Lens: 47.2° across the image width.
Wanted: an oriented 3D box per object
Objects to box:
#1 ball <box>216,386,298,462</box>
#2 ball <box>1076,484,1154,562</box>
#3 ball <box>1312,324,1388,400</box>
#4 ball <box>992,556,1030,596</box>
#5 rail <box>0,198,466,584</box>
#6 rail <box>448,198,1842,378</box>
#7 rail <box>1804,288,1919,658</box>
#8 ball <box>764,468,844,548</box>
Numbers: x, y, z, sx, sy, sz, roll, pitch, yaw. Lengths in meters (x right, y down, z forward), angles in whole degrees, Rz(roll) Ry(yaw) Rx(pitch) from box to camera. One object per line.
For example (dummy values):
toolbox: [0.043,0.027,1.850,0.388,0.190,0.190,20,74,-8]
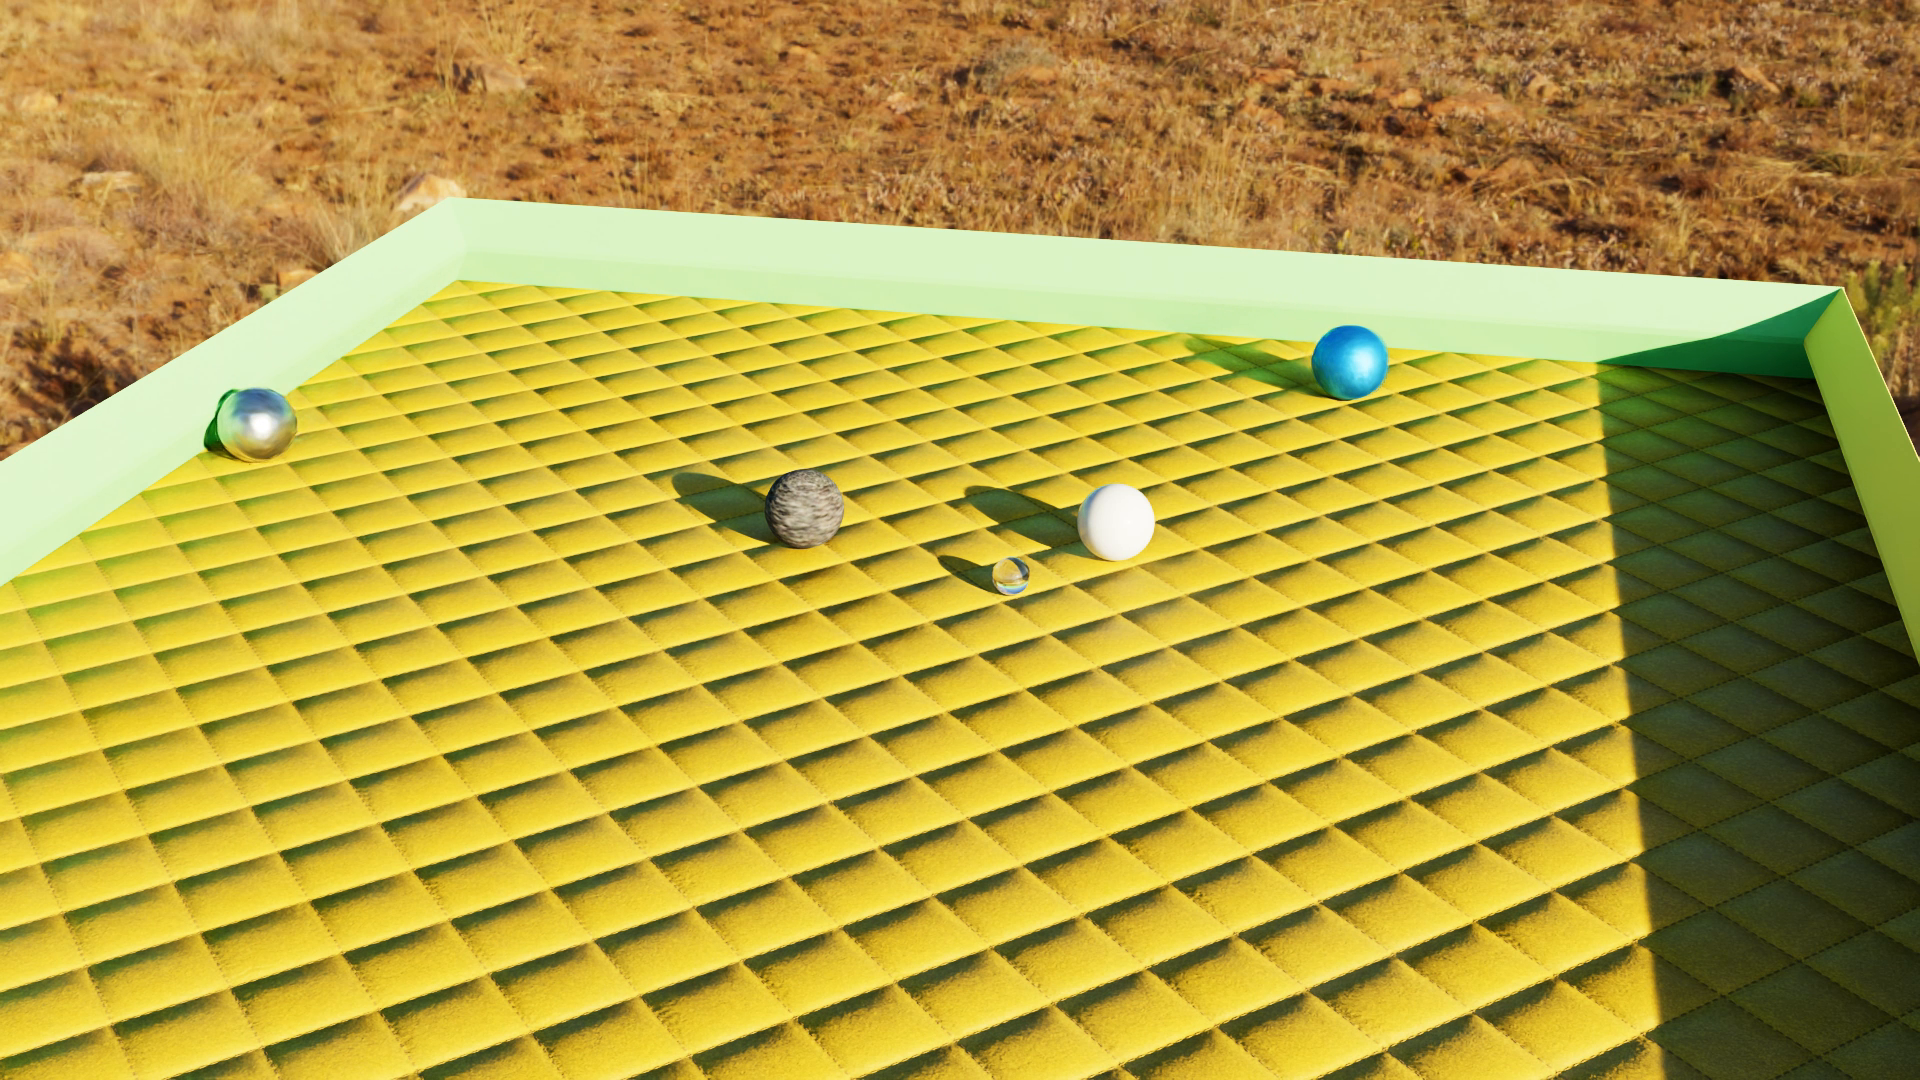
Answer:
ball: [-0.858,-0.141,2.686,0.094,0.094,0.094,0,24,0]
ball: [0.172,-0.020,2.422,0.086,0.086,0.086,0,24,0]
ball: [0.512,-0.233,2.888,0.099,0.099,0.099,0,24,0]
ball: [0.055,0.038,2.346,0.041,0.041,0.041,0,24,0]
rail: [-1.151,0.232,1.801,0.045,0.128,3.498,5,25,12]
rail: [0.193,-0.360,3.134,2.003,0.128,0.045,5,25,12]
rail: [0.754,0.412,1.395,0.045,0.128,3.498,5,25,12]
ball: [-0.174,-0.035,2.453,0.089,0.089,0.089,0,24,0]
